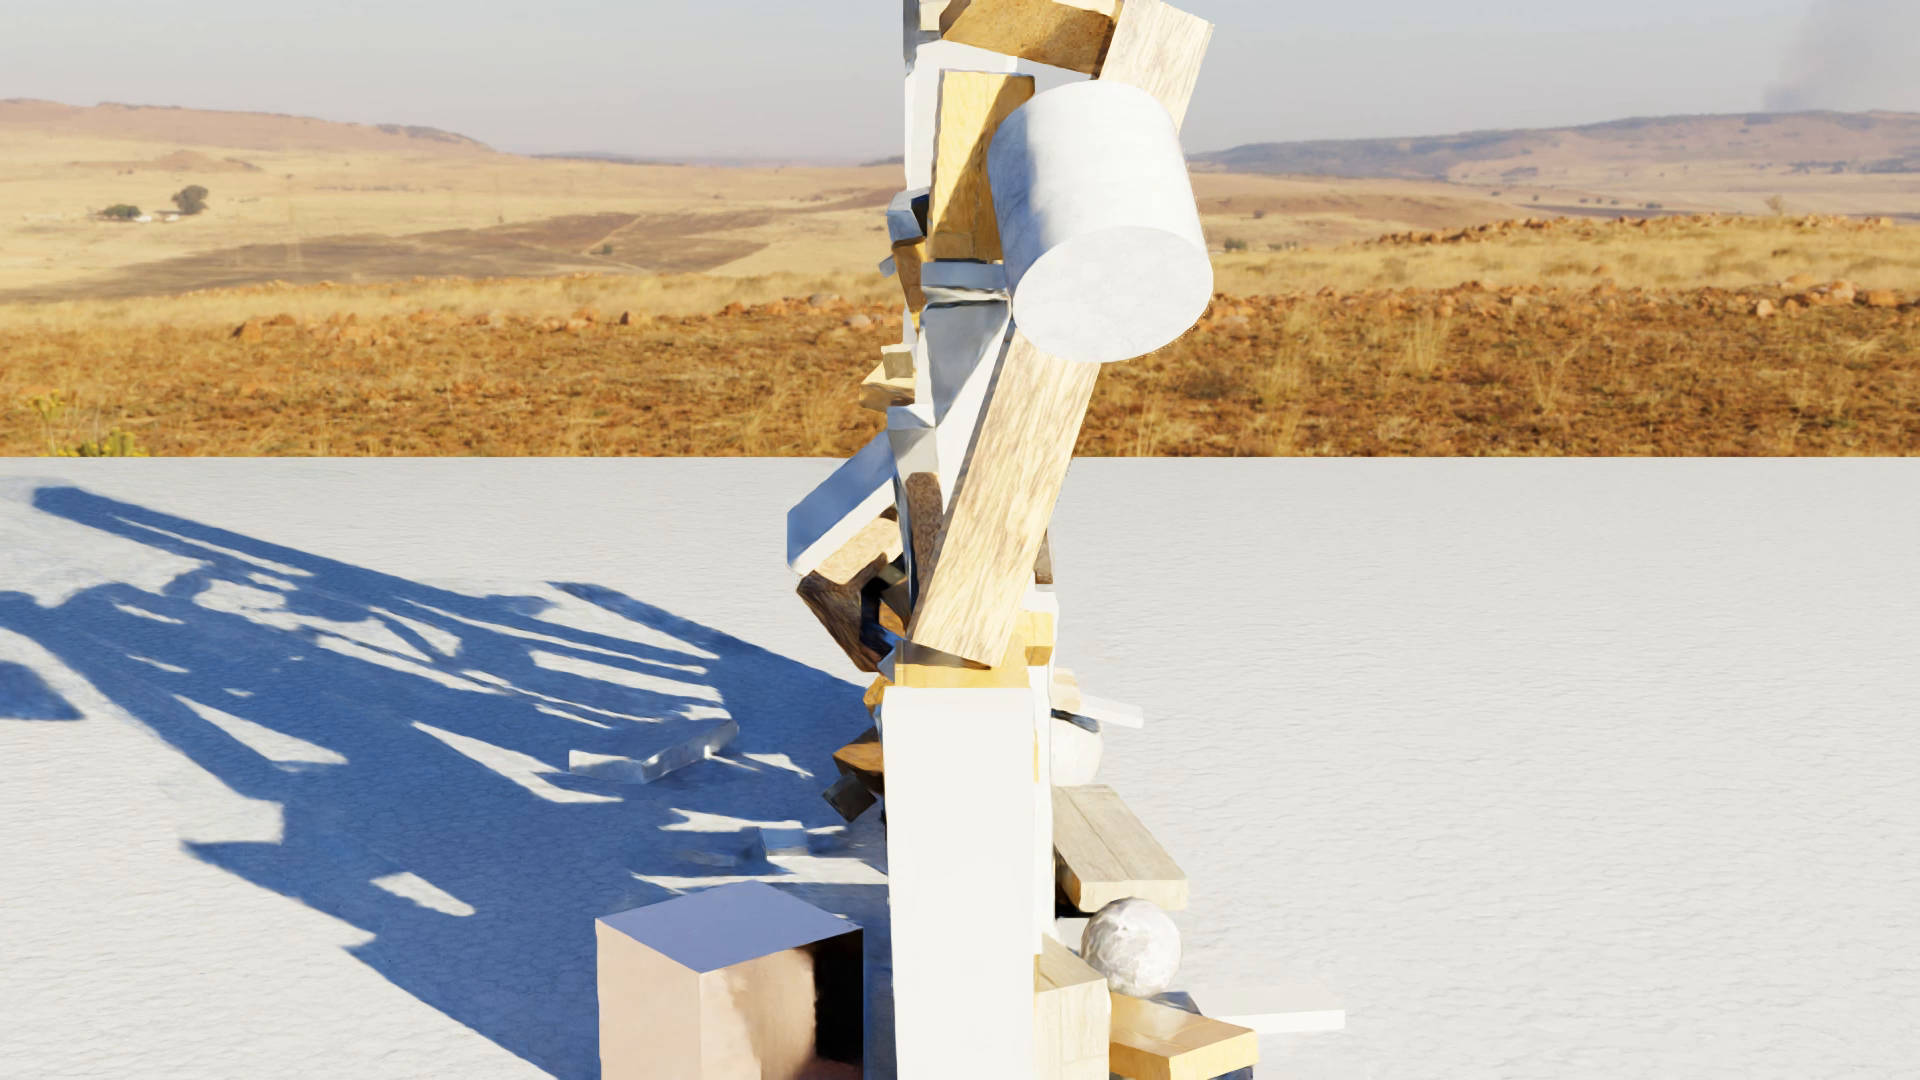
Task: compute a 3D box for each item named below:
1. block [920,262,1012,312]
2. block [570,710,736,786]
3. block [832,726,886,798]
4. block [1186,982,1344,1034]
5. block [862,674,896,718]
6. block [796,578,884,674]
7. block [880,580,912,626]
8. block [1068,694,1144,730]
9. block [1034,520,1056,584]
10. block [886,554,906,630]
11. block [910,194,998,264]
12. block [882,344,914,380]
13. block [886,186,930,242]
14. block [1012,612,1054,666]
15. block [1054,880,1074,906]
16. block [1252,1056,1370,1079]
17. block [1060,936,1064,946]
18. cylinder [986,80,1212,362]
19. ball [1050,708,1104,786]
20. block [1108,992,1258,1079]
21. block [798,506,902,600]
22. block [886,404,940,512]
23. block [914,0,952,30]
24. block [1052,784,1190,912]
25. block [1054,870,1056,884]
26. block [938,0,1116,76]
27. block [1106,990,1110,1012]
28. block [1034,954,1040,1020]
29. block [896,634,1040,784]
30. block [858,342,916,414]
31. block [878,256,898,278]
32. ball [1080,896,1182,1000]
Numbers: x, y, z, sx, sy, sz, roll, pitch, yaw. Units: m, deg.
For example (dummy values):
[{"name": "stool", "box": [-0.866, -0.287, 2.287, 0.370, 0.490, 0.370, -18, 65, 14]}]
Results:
[{"name": "block", "box": [0.012, -0.337, 2.962, 0.112, 0.032, 0.225, 2, -3, 4]}, {"name": "block", "box": [-0.618, 0.418, 4.460, 0.172, 0.049, 0.344, 5, 12, 26]}, {"name": "block", "box": [-0.057, 0.367, 4.324, 0.359, 0.051, 0.180, -33, 24, -23]}, {"name": "block", "box": [0.436, 0.672, 3.148, 0.203, 0.029, 0.102, -2, 11, -8]}, {"name": "block", "box": [-0.040, 0.228, 4.470, 0.180, 0.051, 0.359, -9, 28, 32]}, {"name": "block", "box": [-0.198, 0.168, 4.330, 0.135, 0.270, 0.038, 0, 51, 35]}, {"name": "block", "box": [-0.082, 0.105, 3.787, 0.071, 0.020, 0.142, -24, 22, -11]}, {"name": "block", "box": [0.265, 0.309, 4.002, 0.137, 0.019, 0.068, 13, 14, 1]}, {"name": "block", "box": [0.057, -0.032, 3.484, 0.165, 0.047, 0.330, 1, -30, 7]}, {"name": "block", "box": [-0.073, 0.070, 4.394, 0.135, 0.270, 0.038, 0, 37, 20]}, {"name": "block", "box": [-0.005, -0.426, 3.111, 0.076, 0.151, 0.021, -16, 34, 18]}, {"name": "block", "box": [-0.108, -0.311, 3.833, 0.050, 0.014, 0.101, -5, -22, -1]}, {"name": "block", "box": [-0.029, -0.499, 3.301, 0.144, 0.041, 0.288, -9, 15, 4]}, {"name": "block", "box": [0.024, 0.192, 3.020, 0.167, 0.047, 0.335, 0, -27, -6]}, {"name": "block", "box": [0.186, 0.576, 3.596, 0.204, 0.029, 0.102, 6, -2, 31]}, {"name": "block", "box": [0.445, 0.735, 2.769, 0.151, 0.043, 0.302, 1, 11, 7]}, {"name": "block", "box": [0.053, 0.591, 3.242, 0.173, 0.049, 0.346, -4, 1, -3]}, {"name": "cylinder", "box": [0.145, -0.334, 2.318, 0.209, 0.209, 0.209, -2, 54, -9]}, {"name": "ball", "box": [0.149, 0.386, 4.118, 0.238, 0.238, 0.238, 0, 11, 0]}, {"name": "block", "box": [0.243, 0.674, 2.974, 0.151, 0.043, 0.302, -7, 4, -35]}, {"name": "block", "box": [-0.174, 0.001, 4.258, 0.135, 0.038, 0.270, 27, 54, 39]}, {"name": "block", "box": [-0.013, -0.099, 3.223, 0.144, 0.041, 0.287, -4, -33, 7]}, {"name": "block", "box": [0.002, -1.008, 3.998, 0.173, 0.049, 0.346, -4, 31, -4]}, {"name": "block", "box": [0.222, 0.499, 3.601, 0.172, 0.049, 0.473, 0, 12, -11]}, {"name": "block", "box": [0.053, 0.519, 3.345, 0.173, 0.049, 0.346, -5, -15, 0]}, {"name": "block", "box": [0.107, -0.651, 2.761, 0.238, 0.034, 0.119, 7, -25, -28]}, {"name": "block", "box": [0.127, 0.635, 3.118, 0.102, 0.029, 0.203, -5, 5, -18]}, {"name": "block", "box": [0.026, 0.535, 2.829, 0.151, 0.043, 0.302, -2, 12, 3]}, {"name": "block", "box": [0.005, 0.205, 2.682, 0.164, 0.046, 0.328, -3, 21, -1]}, {"name": "block", "box": [-0.054, -0.315, 4.068, 0.153, 0.043, 0.307, 14, 34, 18]}, {"name": "block", "box": [-0.059, -0.512, 3.837, 0.095, 0.027, 0.190, -20, 13, 32]}, {"name": "ball", "box": [0.251, 0.598, 3.219, 0.149, 0.149, 0.149, 0, 11, 0]}]
